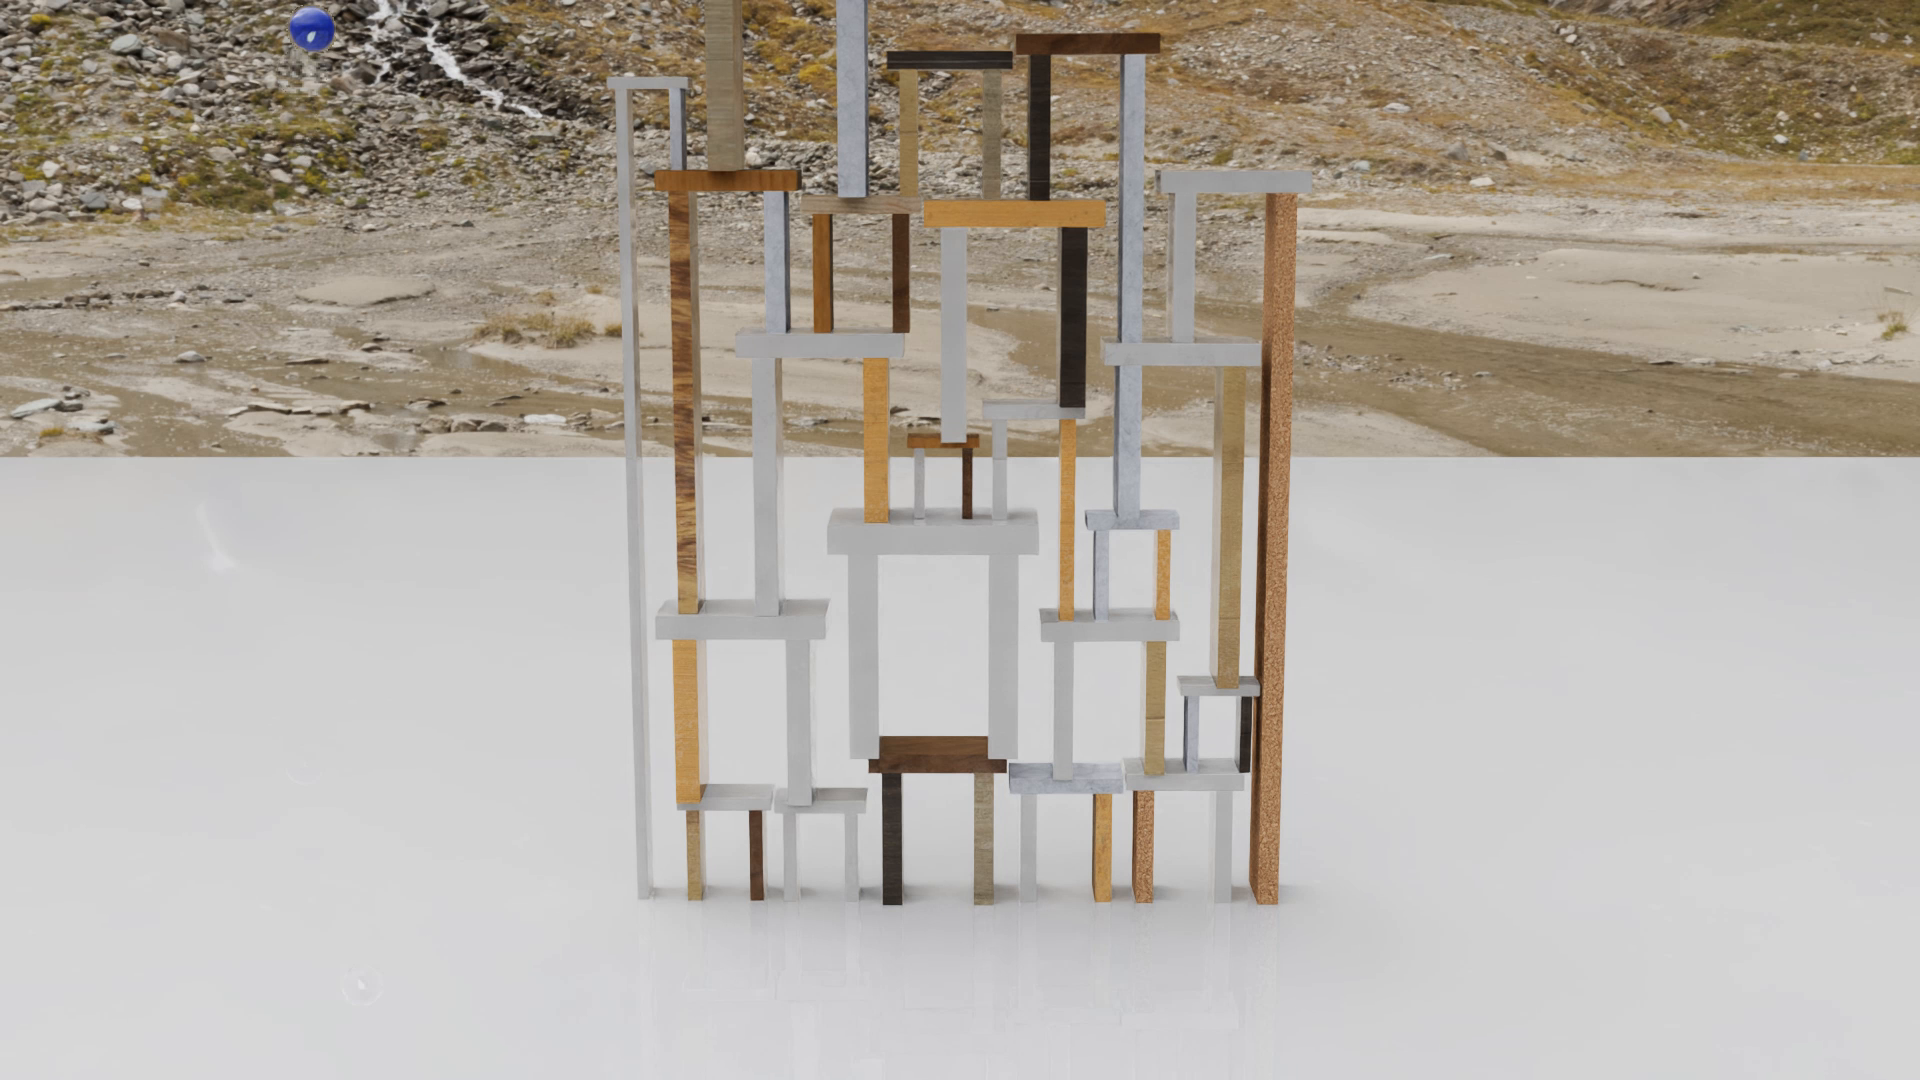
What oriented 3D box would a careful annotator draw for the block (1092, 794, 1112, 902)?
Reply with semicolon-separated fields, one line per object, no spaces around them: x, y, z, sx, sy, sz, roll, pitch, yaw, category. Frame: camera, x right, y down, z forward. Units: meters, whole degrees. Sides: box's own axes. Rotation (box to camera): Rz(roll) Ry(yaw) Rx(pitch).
0.236;0.498;3.656;0.026;0.185;0.093;0;10;0;block

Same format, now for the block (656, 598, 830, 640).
-0.351;0.128;3.587;0.273;0.039;0.136;0;11;0;block

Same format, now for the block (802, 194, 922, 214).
-0.154;-0.529;3.462;0.185;0.026;0.093;0;11;0;block

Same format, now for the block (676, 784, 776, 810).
-0.387;0.426;3.644;0.155;0.022;0.077;0;10;0;block

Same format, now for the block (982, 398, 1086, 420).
0.118;-0.210;3.521;0.163;0.023;0.081;0;11;0;block

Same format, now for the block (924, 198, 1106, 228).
0.083;-0.514;3.455;0.280;0.040;0.140;0;11;-1;block

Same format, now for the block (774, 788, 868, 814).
-0.229;0.431;3.639;0.151;0.021;0.076;0;11;0;block

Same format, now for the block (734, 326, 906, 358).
-0.220;-0.315;3.503;0.263;0.037;0.131;0;11;0;block

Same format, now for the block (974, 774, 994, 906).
0.039;0.479;3.648;0.032;0.225;0.113;0;11;0;block

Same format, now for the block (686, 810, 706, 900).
-0.439;0.513;3.660;0.022;0.155;0.077;0;11;0;block

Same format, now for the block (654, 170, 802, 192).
-0.363;-0.566;3.459;0.221;0.031;0.110;0;11;0;block

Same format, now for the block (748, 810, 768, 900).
-0.335;0.513;3.660;0.022;0.155;0.077;0;11;0;block

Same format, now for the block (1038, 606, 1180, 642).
0.242;0.137;3.589;0.223;0.032;0.112;0;11;0;block

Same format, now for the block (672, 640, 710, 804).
-0.442;0.281;3.616;0.039;0.273;0.136;0;10;0;block

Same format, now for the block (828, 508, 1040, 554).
-0.042;-0.015;3.557;0.335;0.047;0.167;0;11;0;block

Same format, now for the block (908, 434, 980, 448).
-0.026;-0.159;3.527;0.115;0.016;0.058;0;11;0;block

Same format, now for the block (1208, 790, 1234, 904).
0.432;0.495;3.654;0.027;0.193;0.096;0;11;0;block

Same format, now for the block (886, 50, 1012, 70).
-0.015;-0.746;3.423;0.193;0.027;0.097;0;11;1;block

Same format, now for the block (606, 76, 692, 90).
-0.483;-0.713;3.430;0.125;0.018;0.063;0;11;1;block

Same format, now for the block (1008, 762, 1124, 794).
0.174;0.394;3.637;0.185;0.026;0.093;0;10;0;block

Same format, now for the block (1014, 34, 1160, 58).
0.195;-0.768;3.414;0.220;0.031;0.110;-1;11;-1;block

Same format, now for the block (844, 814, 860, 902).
-0.179;0.516;3.655;0.021;0.151;0.076;0;11;0;block

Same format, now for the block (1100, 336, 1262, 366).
0.350;-0.301;3.504;0.245;0.035;0.122;0;11;0;block

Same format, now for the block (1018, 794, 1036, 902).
0.112;0.498;3.656;0.026;0.185;0.093;0;10;0;block

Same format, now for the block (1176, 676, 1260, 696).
0.423;0.239;3.600;0.129;0.018;0.064;0;11;0;block

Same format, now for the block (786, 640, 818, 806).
-0.260;0.283;3.616;0.039;0.277;0.136;0;11;0;block

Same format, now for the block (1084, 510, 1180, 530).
0.277;-0.033;3.551;0.148;0.021;0.074;0;11;0;block

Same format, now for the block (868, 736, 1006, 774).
-0.036;0.353;3.624;0.225;0.032;0.113;0;11;0;block

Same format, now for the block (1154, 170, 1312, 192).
0.428;-0.565;3.459;0.234;0.033;0.117;0;11;0;block

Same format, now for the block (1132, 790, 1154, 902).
0.304;0.495;3.654;0.027;0.193;0.096;0;10;0;block

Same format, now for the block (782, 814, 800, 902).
-0.280;0.516;3.655;0.021;0.151;0.076;0;11;0;block

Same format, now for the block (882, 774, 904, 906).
-0.111;0.479;3.648;0.032;0.225;0.112;0;11;0;block

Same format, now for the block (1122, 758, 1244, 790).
0.368;0.387;3.634;0.193;0.027;0.096;0;11;0;block
